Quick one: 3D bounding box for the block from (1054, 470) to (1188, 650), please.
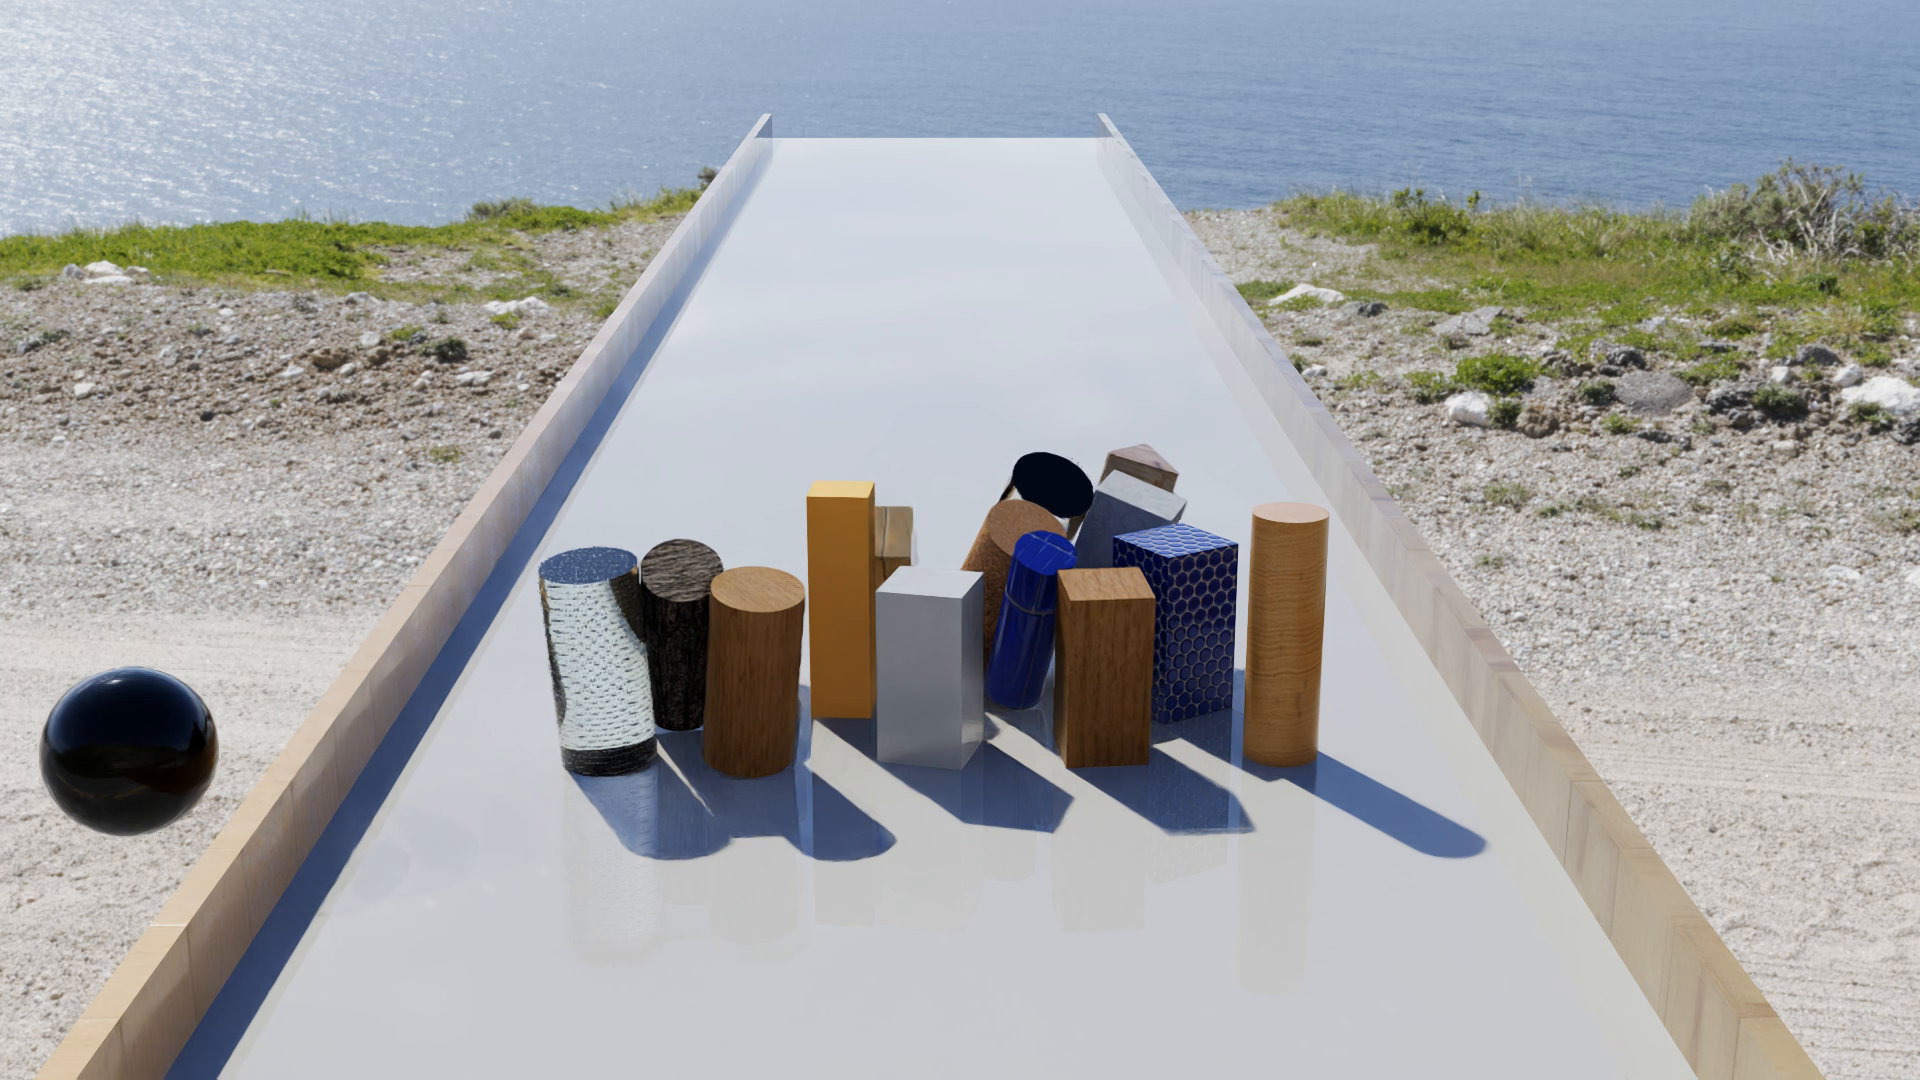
[{"bbox_3d":[0.304,0.062,4.360,0.159,0.342,0.159,23,21,10],"label":"block"}]

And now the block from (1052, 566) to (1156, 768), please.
[{"bbox_3d":[0.253,0.225,3.895,0.148,0.319,0.148,-2,21,-6],"label":"block"}]

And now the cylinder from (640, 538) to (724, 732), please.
[{"bbox_3d":[-0.501,0.175,3.947,0.143,0.377,0.143,4,49,-5],"label":"cylinder"}]

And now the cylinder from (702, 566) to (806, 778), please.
[{"bbox_3d":[-0.360,0.230,3.824,0.162,0.332,0.162,5,27,-3],"label":"cylinder"}]

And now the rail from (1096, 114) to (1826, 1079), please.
[{"bbox_3d":[0.932,-0.844,7.801,0.050,0.150,12.000,0,17,-1],"label":"rail"}]

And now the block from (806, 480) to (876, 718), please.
[{"bbox_3d":[-0.219,0.111,4.103,0.112,0.428,0.112,1,17,4],"label":"block"}]

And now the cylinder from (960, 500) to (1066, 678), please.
[{"bbox_3d":[0.069,0.100,4.214,0.160,0.358,0.160,13,45,-13],"label":"cylinder"}]

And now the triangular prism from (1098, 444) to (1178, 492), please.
[{"bbox_3d":[0.330,-0.010,4.551,0.147,0.371,0.127,17,21,2],"label":"triangular prism"}]

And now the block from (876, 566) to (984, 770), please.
[{"bbox_3d":[-0.052,0.225,3.911,0.155,0.318,0.155,4,17,14],"label":"block"}]

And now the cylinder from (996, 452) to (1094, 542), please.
[{"bbox_3d":[0.114,0.028,4.364,0.168,0.419,0.168,12,46,-13],"label":"cylinder"}]

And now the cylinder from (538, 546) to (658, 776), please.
[{"bbox_3d":[-0.632,0.213,3.847,0.170,0.364,0.170,-2,22,1],"label":"cylinder"}]

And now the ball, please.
[{"bbox_3d":[-1.317,0.335,3.491,0.270,0.270,0.270,0,17,0],"label":"ball"}]

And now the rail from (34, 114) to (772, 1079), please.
[{"bbox_3d":[-1.118,-0.838,7.780,0.050,0.150,12.000,0,17,-1],"label":"rail"}]

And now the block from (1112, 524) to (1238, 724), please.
[{"bbox_3d":[0.401,0.155,4.138,0.165,0.324,0.165,-11,20,-32],"label":"block"}]

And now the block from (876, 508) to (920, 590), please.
[{"bbox_3d":[-0.146,0.092,4.305,0.124,0.336,0.124,0,50,3],"label":"block"}]

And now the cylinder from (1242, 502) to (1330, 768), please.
[{"bbox_3d":[0.574,0.167,3.879,0.134,0.449,0.134,0,17,0],"label":"cylinder"}]

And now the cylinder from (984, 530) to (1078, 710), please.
[{"bbox_3d":[0.128,0.152,4.063,0.114,0.360,0.114,6,43,-6],"label":"cylinder"}]
